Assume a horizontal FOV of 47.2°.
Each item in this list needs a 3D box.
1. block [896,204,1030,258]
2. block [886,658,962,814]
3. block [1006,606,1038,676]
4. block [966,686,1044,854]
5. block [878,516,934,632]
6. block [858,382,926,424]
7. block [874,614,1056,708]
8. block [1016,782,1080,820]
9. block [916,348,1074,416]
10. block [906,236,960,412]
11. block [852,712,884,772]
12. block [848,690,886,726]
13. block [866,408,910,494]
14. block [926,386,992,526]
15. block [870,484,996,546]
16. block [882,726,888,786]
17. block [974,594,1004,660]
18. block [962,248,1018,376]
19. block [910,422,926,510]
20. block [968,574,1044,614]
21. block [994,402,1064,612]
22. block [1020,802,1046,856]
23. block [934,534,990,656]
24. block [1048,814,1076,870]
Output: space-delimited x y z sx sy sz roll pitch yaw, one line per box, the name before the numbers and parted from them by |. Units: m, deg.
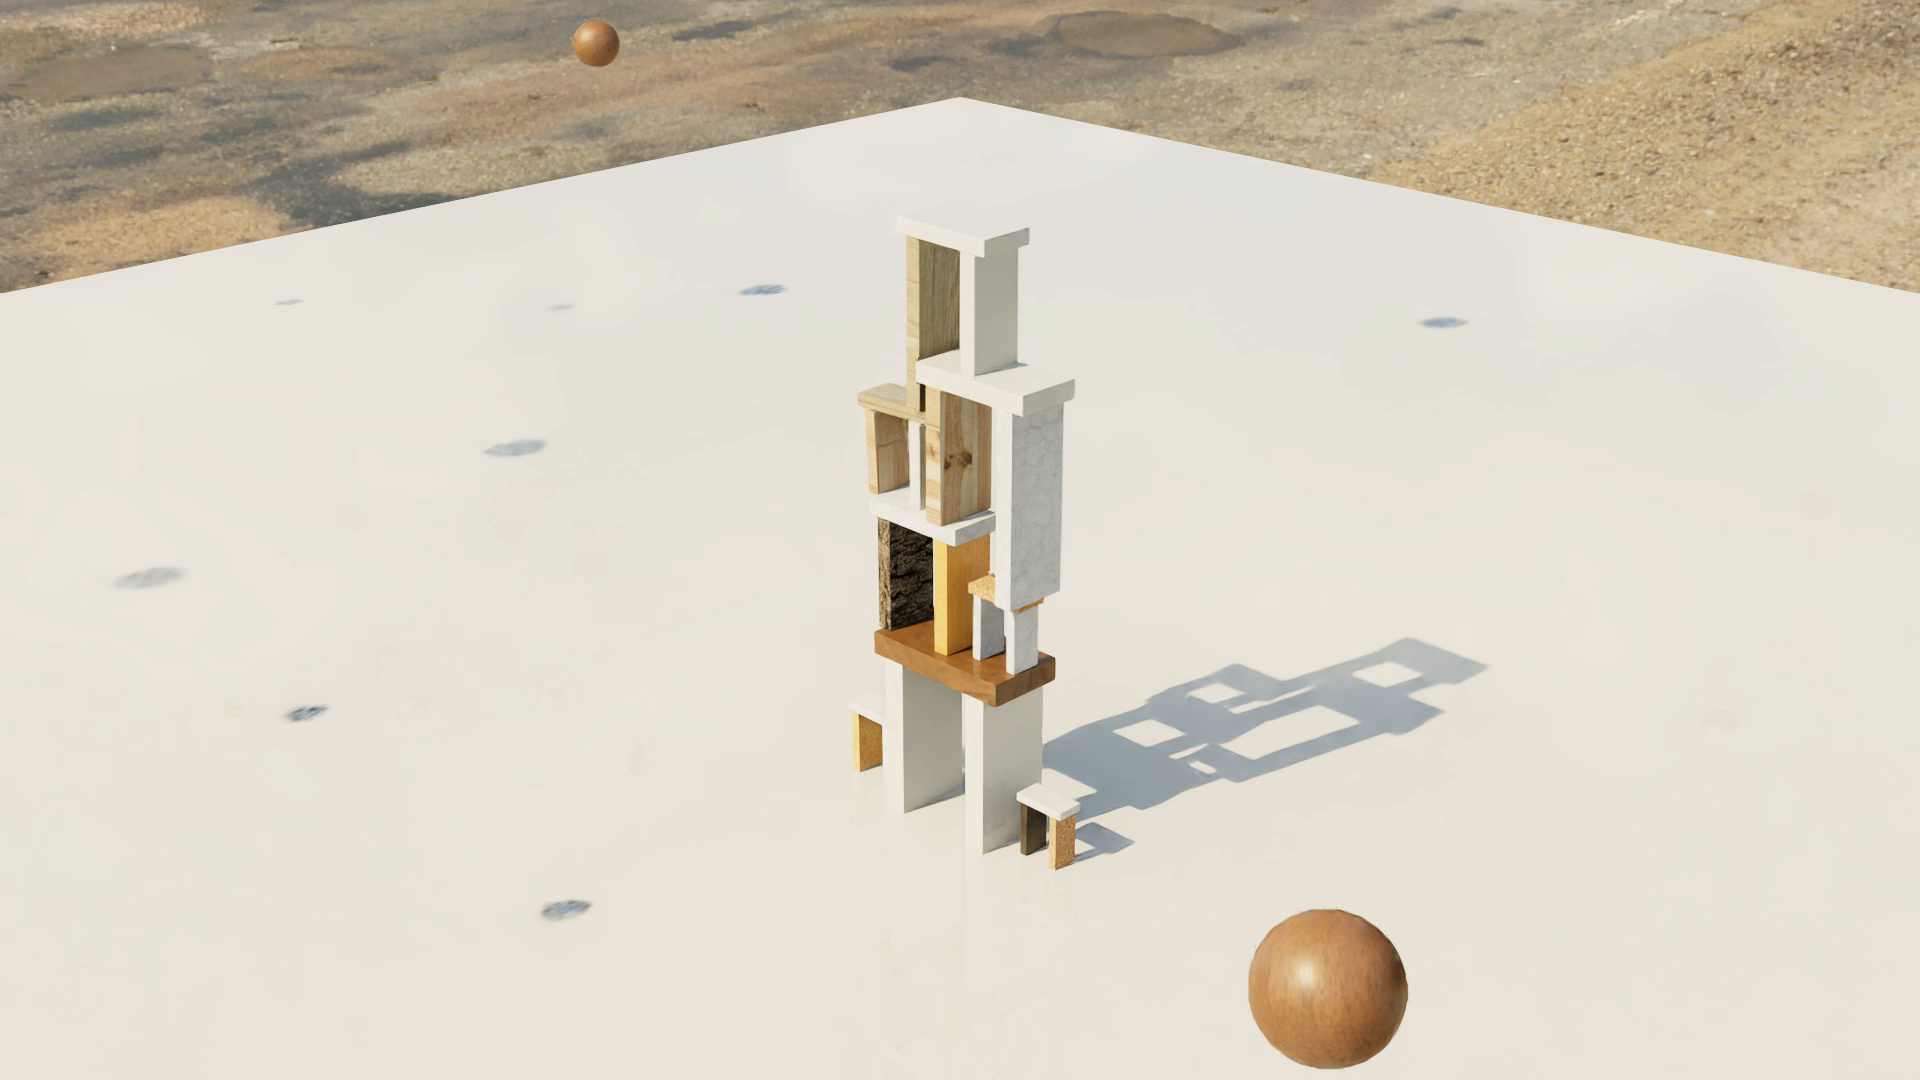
block | 0.004 -0.562 3.986 0.114 0.032 0.228 -22 32 -39
block | -0.071 0.371 4.457 0.047 0.335 0.167 21 31 41
block | 0.119 0.183 4.178 0.019 0.134 0.067 21 30 40
block | 0.086 0.433 4.312 0.047 0.335 0.167 21 31 41
block | -0.107 0.051 4.359 0.034 0.237 0.118 21 31 41
block | -0.102 -0.263 4.223 0.176 0.025 0.088 18 28 36
block | 0.008 0.226 4.310 0.335 0.047 0.167 21 31 41
block | 0.171 0.506 4.254 0.114 0.016 0.057 21 31 41
block | 0.063 -0.293 4.031 0.137 0.039 0.274 -21 31 -41
block | -0.050 -0.415 4.112 0.032 0.339 0.114 21 32 37
block | -0.193 0.412 4.613 0.020 0.139 0.069 21 31 41
block | -0.160 0.351 4.553 0.139 0.020 0.069 21 31 41
block | -0.141 -0.186 4.303 0.025 0.176 0.088 18 29 42
block | -0.002 -0.175 4.152 0.137 0.274 0.039 -21 31 -41
block | -0.051 -0.051 4.254 0.237 0.034 0.118 21 31 41
block | -0.127 0.437 4.553 0.020 0.139 0.069 21 31 41
block | 0.056 0.159 4.235 0.067 0.134 0.019 -21 32 -41
block | 0.054 -0.421 3.990 0.114 0.228 0.032 -21 31 -41
block | -0.058 -0.153 4.225 0.025 0.176 0.088 18 29 36
block | 0.087 0.101 4.177 0.134 0.019 0.067 21 31 40
block | 0.128 -0.070 4.055 0.137 0.391 0.039 -21 31 -40
block | 0.144 0.556 4.304 0.016 0.114 0.057 21 31 41
block | 0.005 0.095 4.256 0.034 0.237 0.118 21 31 41
block | 0.198 0.577 4.255 0.016 0.114 0.057 21 31 41
